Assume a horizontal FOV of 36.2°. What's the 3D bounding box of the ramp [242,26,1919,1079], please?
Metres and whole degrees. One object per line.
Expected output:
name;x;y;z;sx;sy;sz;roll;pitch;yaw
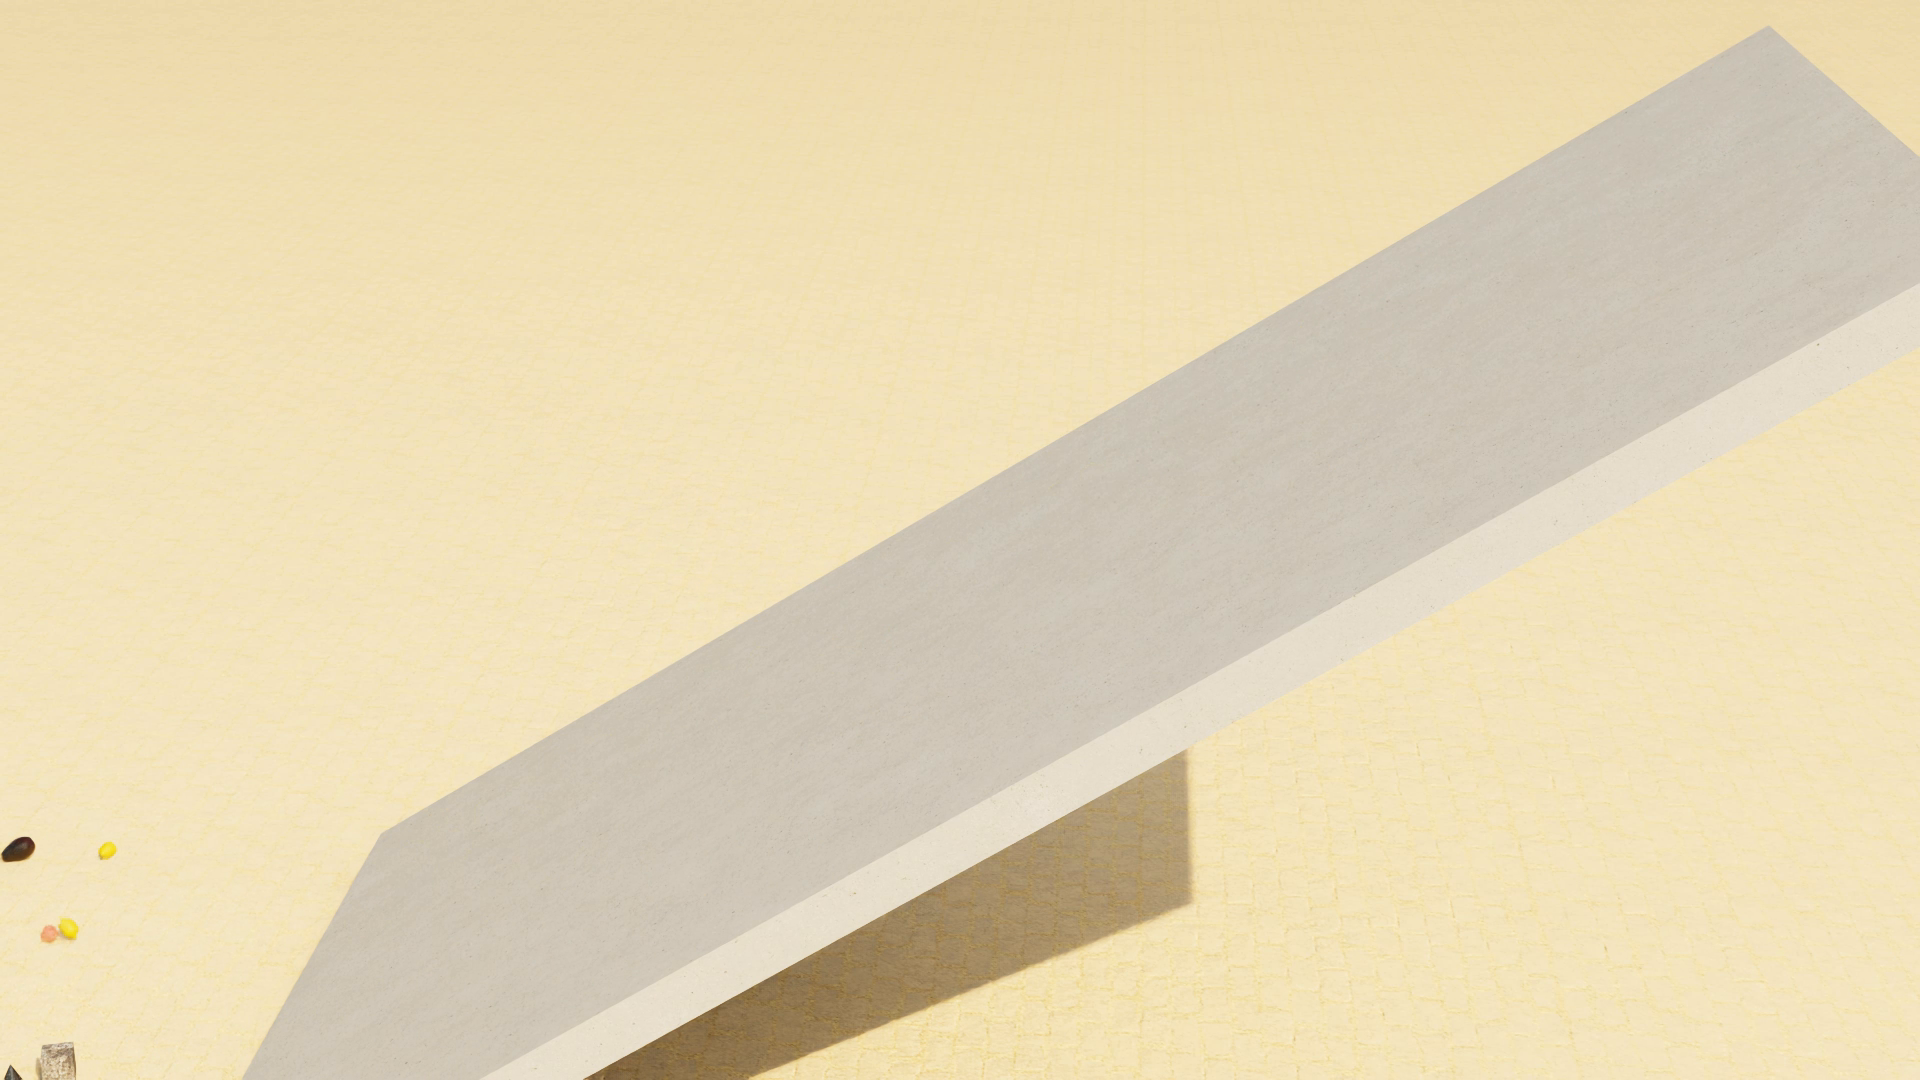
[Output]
ramp;0.141;0.170;6.292;4.000;0.100;2.000;-30;15;13

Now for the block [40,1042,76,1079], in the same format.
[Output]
block;-2.040;1.186;6.657;0.069;0.069;0.069;-5;20;-13

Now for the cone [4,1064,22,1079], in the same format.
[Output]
cone;-2.131;1.205;6.610;0.065;0.065;0.065;0;20;0
